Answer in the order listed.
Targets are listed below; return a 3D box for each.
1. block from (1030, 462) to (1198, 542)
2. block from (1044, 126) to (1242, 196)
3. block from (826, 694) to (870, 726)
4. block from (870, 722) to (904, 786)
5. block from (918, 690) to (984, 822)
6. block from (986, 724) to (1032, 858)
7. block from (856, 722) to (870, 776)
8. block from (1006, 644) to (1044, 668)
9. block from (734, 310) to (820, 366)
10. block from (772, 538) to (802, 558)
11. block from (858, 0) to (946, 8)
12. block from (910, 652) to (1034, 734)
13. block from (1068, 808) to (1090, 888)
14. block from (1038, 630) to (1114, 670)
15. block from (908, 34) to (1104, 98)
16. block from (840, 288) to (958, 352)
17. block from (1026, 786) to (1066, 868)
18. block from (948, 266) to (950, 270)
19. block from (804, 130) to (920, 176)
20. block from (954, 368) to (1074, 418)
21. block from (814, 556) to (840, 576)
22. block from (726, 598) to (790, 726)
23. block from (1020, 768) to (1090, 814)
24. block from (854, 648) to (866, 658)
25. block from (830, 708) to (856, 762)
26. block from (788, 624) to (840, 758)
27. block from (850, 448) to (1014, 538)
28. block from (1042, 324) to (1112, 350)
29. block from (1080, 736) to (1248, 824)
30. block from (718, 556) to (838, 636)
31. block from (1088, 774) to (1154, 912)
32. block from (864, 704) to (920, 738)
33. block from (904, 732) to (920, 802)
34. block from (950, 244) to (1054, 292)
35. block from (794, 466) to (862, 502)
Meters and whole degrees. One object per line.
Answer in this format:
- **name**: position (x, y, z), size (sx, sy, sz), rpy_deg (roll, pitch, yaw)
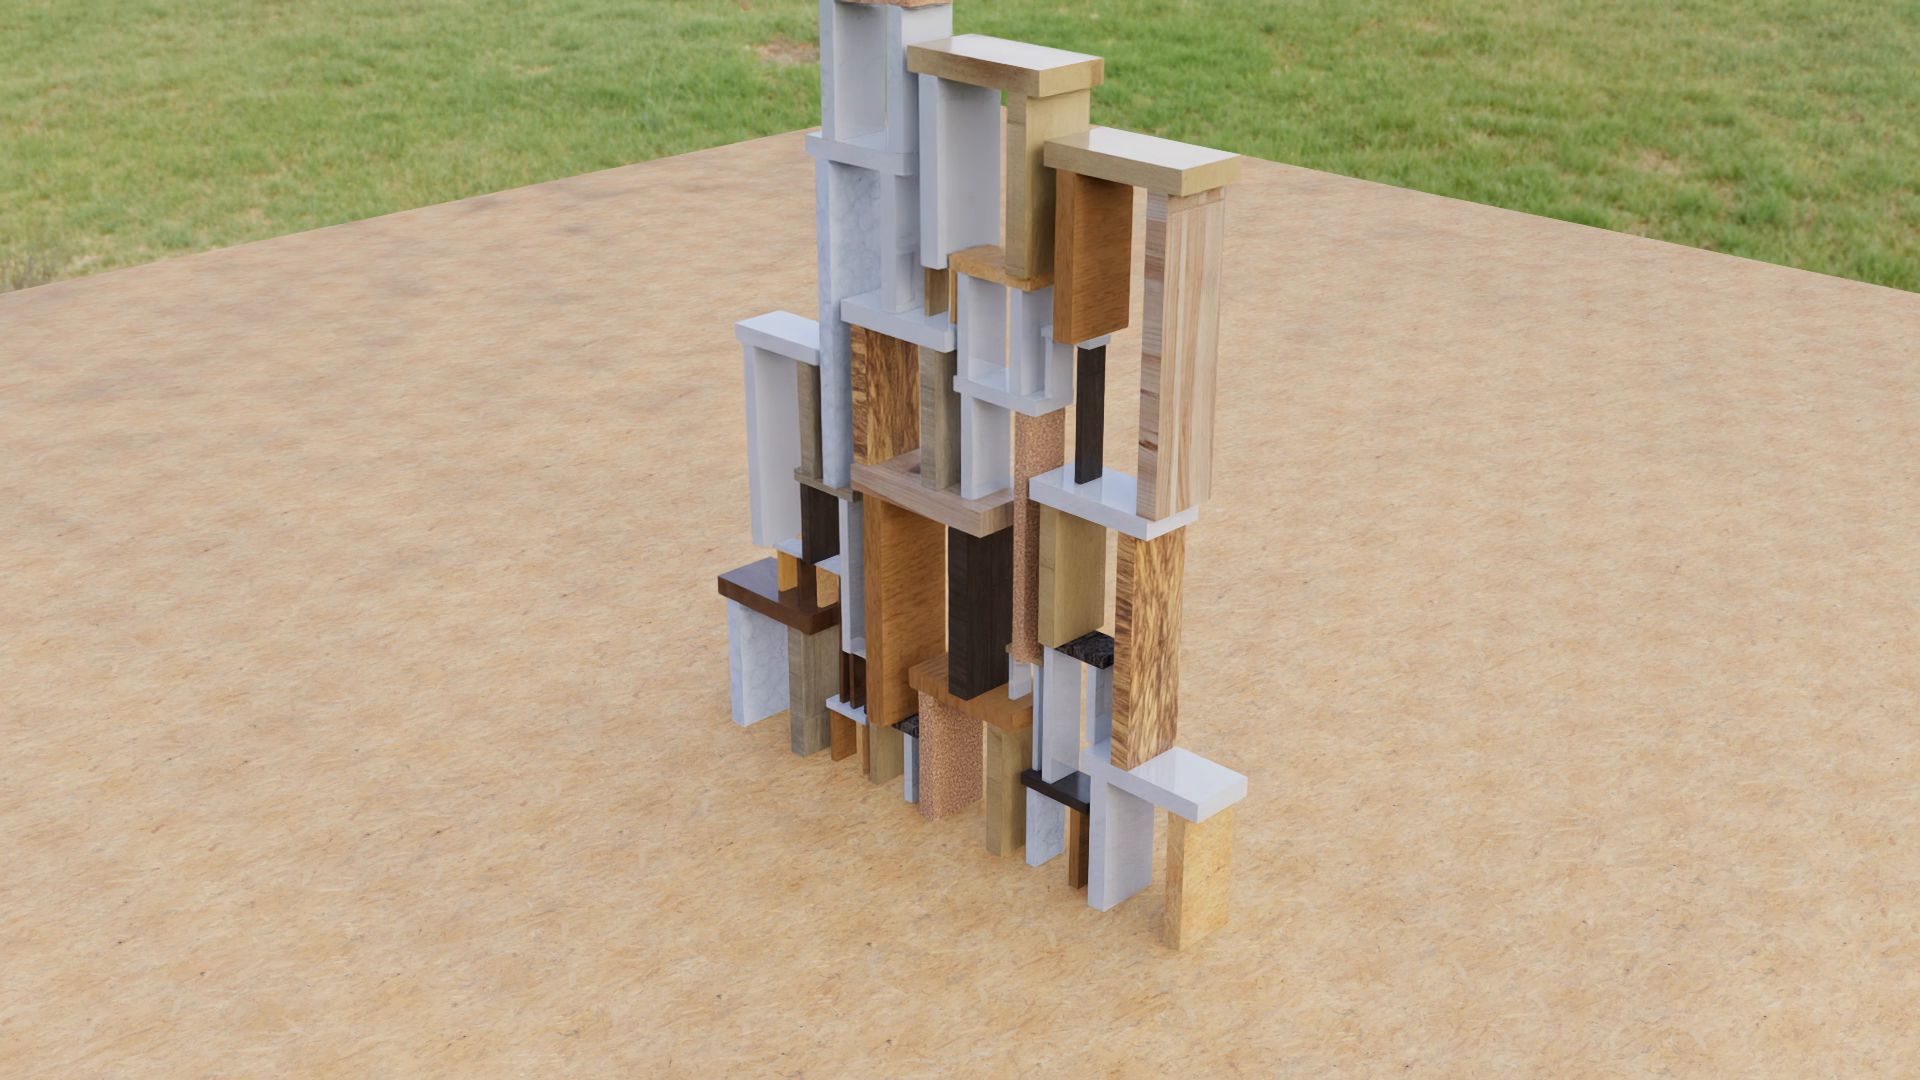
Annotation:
- **block**: position (0.271, -0.073, 3.894), size (0.276, 0.039, 0.138), rpy_deg (21, 31, 41)
- **block**: position (0.300, -0.629, 3.641), size (0.150, 0.043, 0.301), rpy_deg (-21, 31, -40)
- **block**: position (-0.217, 0.351, 4.601), size (0.061, 0.017, 0.121), rpy_deg (-21, 31, -41)
- **block**: position (-0.151, 0.424, 4.563), size (0.077, 0.155, 0.022), rpy_deg (-21, 31, -41)
- **block**: position (-0.017, 0.413, 4.425), size (0.040, 0.283, 0.141), rpy_deg (21, 31, 41)
- **block**: position (0.116, 0.465, 4.303), size (0.040, 0.283, 0.141), rpy_deg (21, 31, 41)
- **block**: position (-0.188, 0.426, 4.602), size (0.017, 0.122, 0.061), rpy_deg (21, 31, 41)
- **block**: position (0.138, 0.213, 4.171), size (0.095, 0.014, 0.048), rpy_deg (21, 31, 41)
- **block**: position (-0.325, -0.406, 4.398), size (0.244, 0.035, 0.122), rpy_deg (21, 31, 41)
- **block**: position (-0.343, 0.016, 4.595), size (0.094, 0.013, 0.047), rpy_deg (20, 30, 40)
- **block**: position (-0.135, -0.993, 3.944), size (0.259, 0.037, 0.130), rpy_deg (19, 29, 41)
- **block**: position (0.049, 0.291, 4.301), size (0.283, 0.040, 0.141), rpy_deg (21, 31, 41)
- **block**: position (0.246, 0.573, 4.193), size (0.024, 0.169, 0.085), rpy_deg (21, 31, 41)
- **block**: position (0.230, 0.191, 4.057), size (0.160, 0.023, 0.080), rpy_deg (21, 31, 41)
- **block**: position (0.076, -0.821, 3.797), size (0.159, 0.045, 0.319), rpy_deg (-21, 31, -40)
- **block**: position (-0.078, -0.417, 4.127), size (0.279, 0.040, 0.140), rpy_deg (21, 31, 40)
- **block**: position (0.167, 0.542, 4.267), size (0.024, 0.169, 0.085), rpy_deg (21, 31, 41)
- **block**: position (-0.018, -0.512, 4.026), size (0.100, 0.014, 0.050), rpy_deg (21, 31, 40)
- **block**: position (-0.150, -0.725, 4.079), size (0.264, 0.037, 0.132), rpy_deg (20, 30, 40)
- **block**: position (0.097, -0.273, 3.995), size (0.102, 0.029, 0.204), rpy_deg (-21, 31, -41)
- **block**: position (-0.254, 0.051, 4.521), size (0.092, 0.013, 0.046), rpy_deg (21, 31, 41)
- **block**: position (-0.433, 0.245, 4.803), size (0.042, 0.297, 0.148), rpy_deg (21, 31, 41)
- **block**: position (0.206, 0.469, 4.192), size (0.085, 0.024, 0.169), rpy_deg (-21, 31, -41)
- **block**: position (-0.186, 0.227, 4.521), size (0.046, 0.013, 0.092), rpy_deg (-21, 31, -41)
- **block**: position (-0.245, 0.403, 4.655), size (0.017, 0.122, 0.061), rpy_deg (21, 31, 41)
- **block**: position (-0.293, 0.300, 4.674), size (0.042, 0.297, 0.148), rpy_deg (21, 31, 41)
- **block**: position (-0.026, -0.100, 4.209), size (0.350, 0.050, 0.175), rpy_deg (21, 31, 40)
- **block**: position (0.203, -0.359, 3.850), size (0.113, 0.016, 0.057), rpy_deg (21, 31, 40)
- **block**: position (0.369, 0.424, 3.999), size (0.139, 0.039, 0.278), rpy_deg (-21, 31, -41)
- **block**: position (-0.362, 0.116, 4.672), size (0.149, 0.042, 0.297), rpy_deg (-21, 31, -41)
- **block**: position (0.303, 0.545, 4.121), size (0.039, 0.278, 0.139), rpy_deg (21, 31, 41)
- **block**: position (-0.115, 0.357, 4.494), size (0.155, 0.022, 0.077), rpy_deg (21, 31, 41)
- **block**: position (-0.078, 0.453, 4.495), size (0.077, 0.155, 0.022), rpy_deg (-21, 31, -41)
- **block**: position (0.087, -0.485, 3.915), size (0.099, 0.028, 0.198), rpy_deg (-21, 31, -41)
- **block**: position (-0.243, -0.121, 4.429), size (0.088, 0.025, 0.175), rpy_deg (-21, 31, -40)
